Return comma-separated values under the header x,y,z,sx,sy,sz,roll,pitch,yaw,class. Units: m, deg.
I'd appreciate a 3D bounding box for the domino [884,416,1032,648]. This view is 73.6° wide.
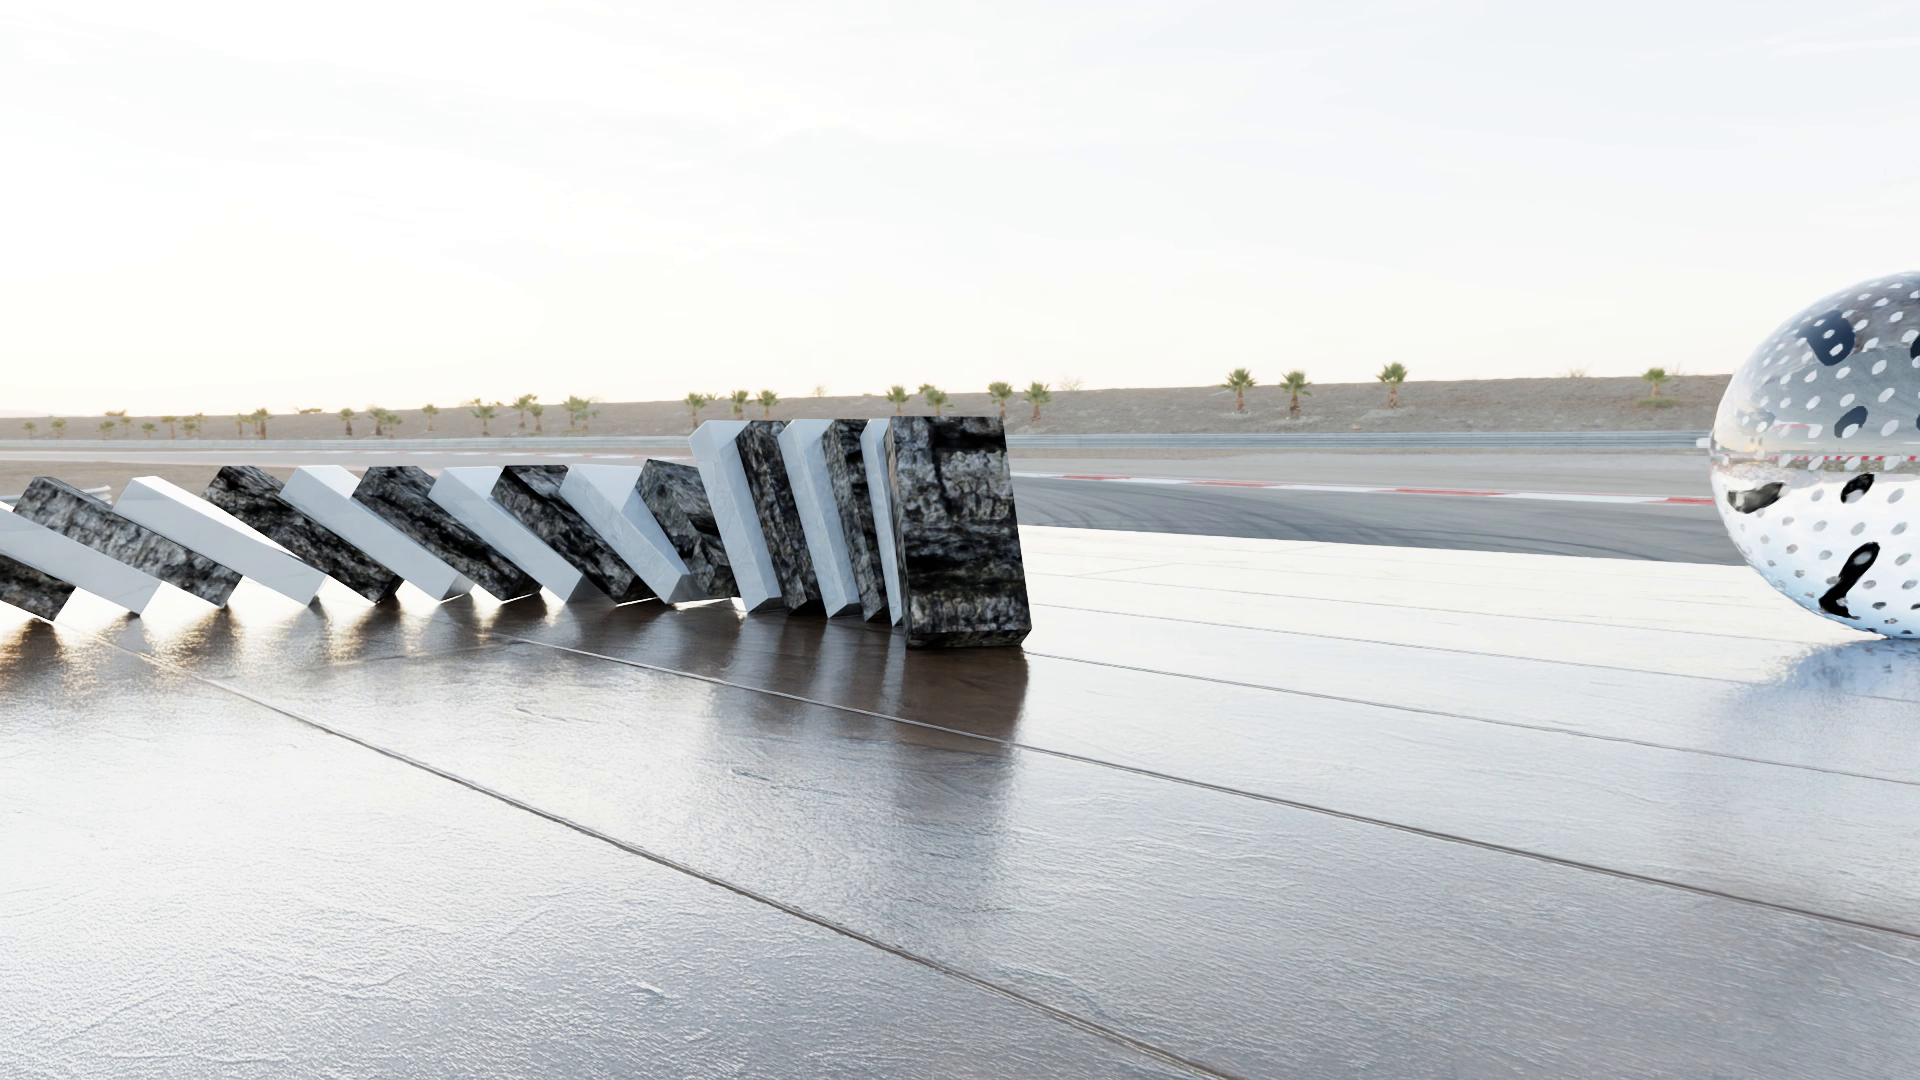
x,y,z,sx,sy,sz,roll,pitch,yaw,class
-0.001,-0.002,0.275,0.025,0.050,0.009,-1,-24,-14,domino

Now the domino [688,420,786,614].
x,y,z,sx,sy,sz,roll,pitch,yaw,class
-0.051,-0.007,0.335,0.025,0.050,0.010,-5,-22,-47,domino

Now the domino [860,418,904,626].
x,y,z,sx,sy,sz,roll,pitch,yaw,class
-0.007,-0.005,0.309,0.025,0.050,0.010,-2,-24,-23,domino

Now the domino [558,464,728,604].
x,y,z,sx,sy,sz,roll,pitch,yaw,class
-0.084,-0.002,0.352,0.050,0.010,0.025,41,21,25,domino

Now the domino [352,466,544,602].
x,y,z,sx,sy,sz,roll,pitch,yaw,class
-0.140,-0.002,0.356,0.050,0.010,0.025,35,6,2,domino

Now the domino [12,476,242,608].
x,y,z,sx,sy,sz,roll,pitch,yaw,class
-0.211,0.001,0.329,0.050,0.009,0.025,33,-12,-25,domino

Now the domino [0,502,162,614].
x,y,z,sx,sy,sz,roll,pitch,yaw,class
-0.225,0.002,0.316,0.050,0.010,0.025,34,-16,-31,domino

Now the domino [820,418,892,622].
x,y,z,sx,sy,sz,roll,pitch,yaw,class
-0.016,-0.006,0.318,0.025,0.050,0.010,-3,-23,-32,domino

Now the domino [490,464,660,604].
x,y,z,sx,sy,sz,roll,pitch,yaw,class
-0.102,-0.002,0.355,0.050,0.009,0.025,38,15,15,domino

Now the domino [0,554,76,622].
x,y,z,sx,sy,sz,roll,pitch,yaw,class
-0.237,0.003,0.298,0.025,0.009,0.050,5,-25,45,domino

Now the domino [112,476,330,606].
x,y,z,sx,sy,sz,roll,pitch,yaw,class
-0.193,0.000,0.339,0.050,0.010,0.025,31,-7,-20,domino

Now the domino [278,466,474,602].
x,y,z,sx,sy,sz,roll,pitch,yaw,class
-0.158,-0.002,0.353,0.050,0.009,0.025,35,1,-5,domino

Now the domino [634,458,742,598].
x,y,z,sx,sy,sz,roll,pitch,yaw,class
-0.067,-0.003,0.349,0.025,0.009,0.050,9,29,-44,domino

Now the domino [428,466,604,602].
x,y,z,sx,sy,sz,roll,pitch,yaw,class
-0.120,-0.002,0.358,0.050,0.010,0.025,36,11,9,domino

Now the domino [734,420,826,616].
x,y,z,sx,sy,sz,roll,pitch,yaw,class
-0.038,-0.006,0.330,0.025,0.050,0.010,-4,-23,-41,domino

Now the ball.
x,y,z,sx,sy,sz,roll,pitch,yaw,class
0.208,-0.018,0.278,0.080,0.080,0.080,0,4,0,ball

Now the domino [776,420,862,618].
x,y,z,sx,sy,sz,roll,pitch,yaw,class
-0.027,-0.006,0.325,0.025,0.050,0.009,-3,-22,-39,domino

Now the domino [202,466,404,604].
x,y,z,sx,sy,sz,roll,pitch,yaw,class
-0.175,-0.002,0.348,0.050,0.009,0.025,35,-4,-12,domino

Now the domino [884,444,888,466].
x,y,z,sx,sy,sz,roll,pitch,yaw,class
-0.002,-0.004,0.298,0.025,0.050,0.009,-1,-24,-17,domino
